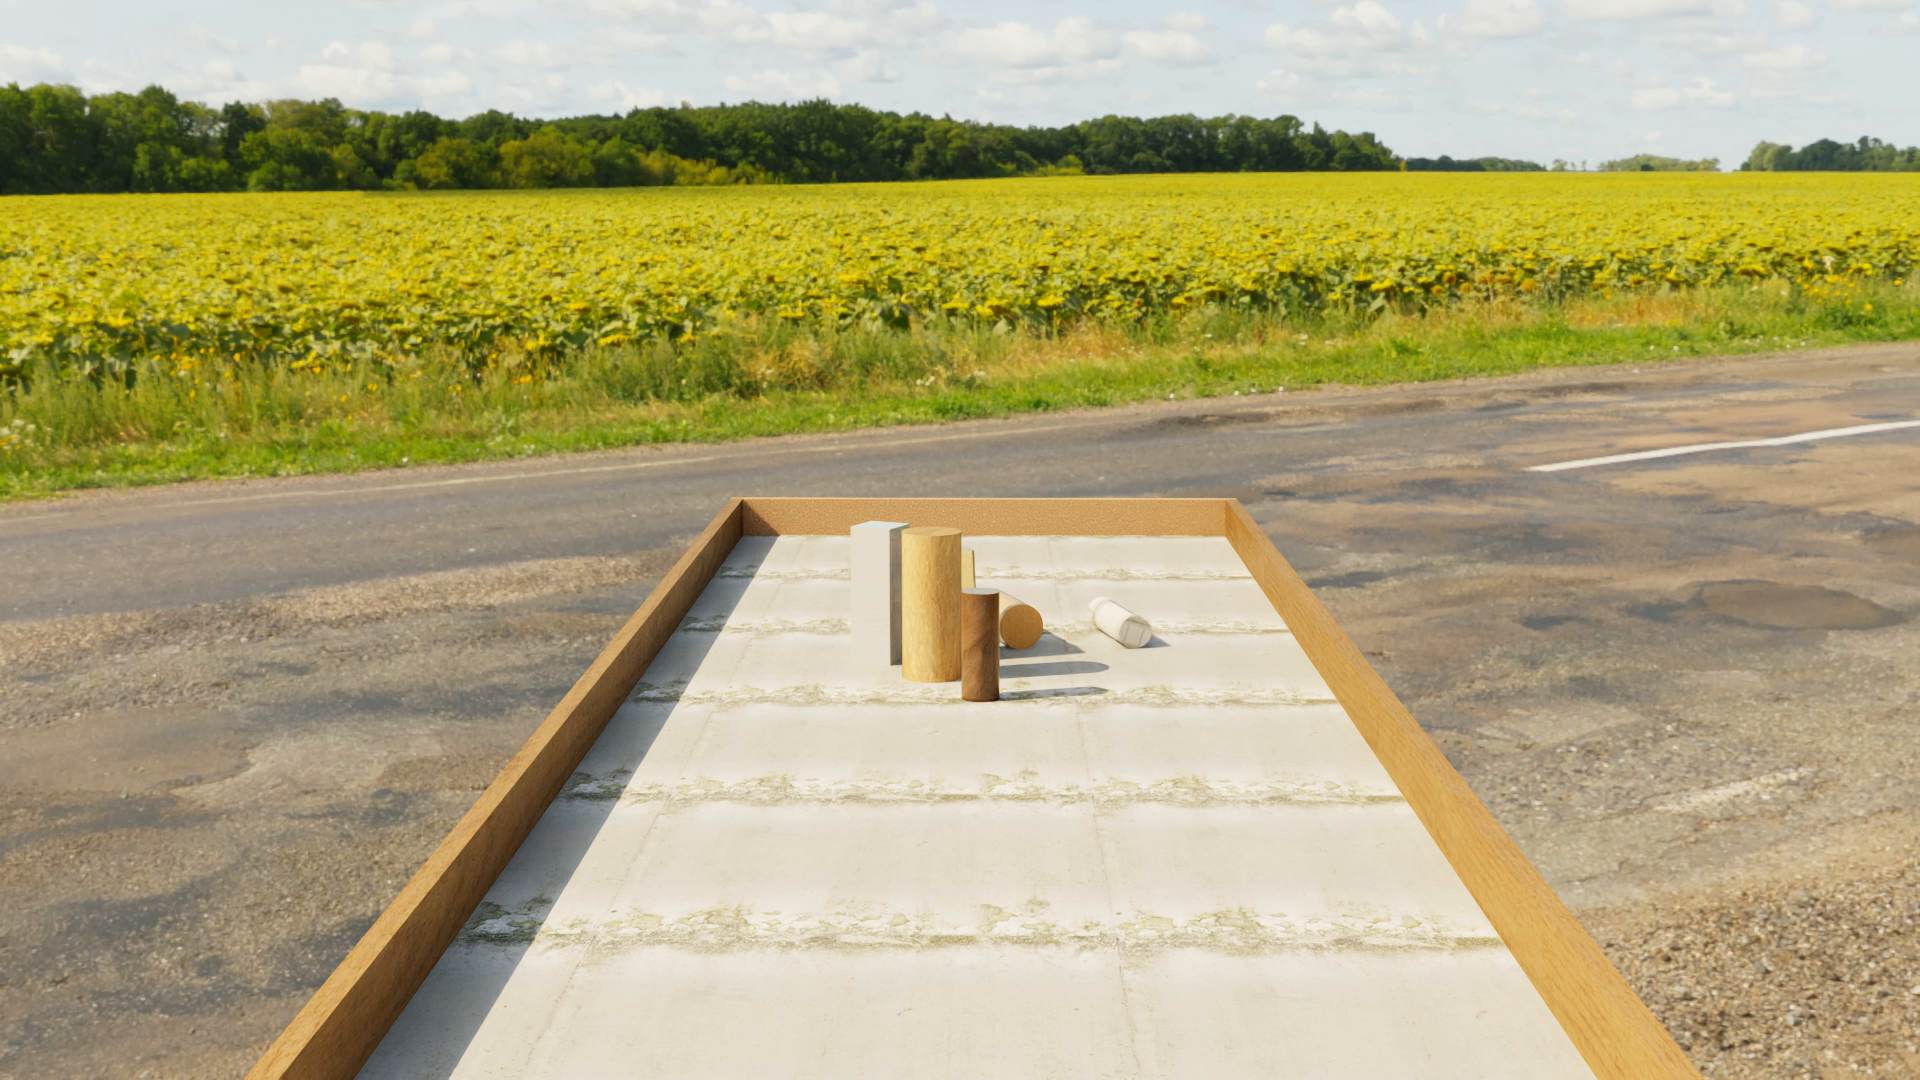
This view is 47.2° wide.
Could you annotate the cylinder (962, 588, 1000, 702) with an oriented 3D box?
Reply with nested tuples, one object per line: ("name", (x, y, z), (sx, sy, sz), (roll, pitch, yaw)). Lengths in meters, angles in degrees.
("cylinder", (0.057, 0.294, 6.175), (0.108, 0.307, 0.108), (0, 9, 0))

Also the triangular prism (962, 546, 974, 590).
("triangular prism", (0.002, 0.189, 6.752), (0.148, 0.330, 0.128), (0, 6, 22))

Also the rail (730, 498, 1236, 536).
("rail", (0.099, -0.098, 9.147), (2.100, 0.150, 0.050), (0, 9, 1))

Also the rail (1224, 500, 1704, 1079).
("rail", (1.046, 0.843, 3.208), (0.050, 0.150, 12.000), (0, 9, 1))

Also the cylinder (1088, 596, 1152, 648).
("cylinder", (0.506, 0.263, 7.020), (0.104, 0.104, 0.338), (-2, 9, -14))

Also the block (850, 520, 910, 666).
("block", (-0.241, 0.160, 6.673), (0.132, 0.415, 0.132), (4, 10, 26))

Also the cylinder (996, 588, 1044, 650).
("cylinder", (0.146, 0.249, 6.990), (0.142, 0.142, 0.306), (-3, 9, -18))

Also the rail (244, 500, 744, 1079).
("rail", (-1.004, 0.839, 3.234), (0.050, 0.150, 12.000), (0, 9, 1))

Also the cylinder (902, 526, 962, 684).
("cylinder", (-0.083, 0.188, 6.440), (0.176, 0.433, 0.176), (0, 9, 0))
